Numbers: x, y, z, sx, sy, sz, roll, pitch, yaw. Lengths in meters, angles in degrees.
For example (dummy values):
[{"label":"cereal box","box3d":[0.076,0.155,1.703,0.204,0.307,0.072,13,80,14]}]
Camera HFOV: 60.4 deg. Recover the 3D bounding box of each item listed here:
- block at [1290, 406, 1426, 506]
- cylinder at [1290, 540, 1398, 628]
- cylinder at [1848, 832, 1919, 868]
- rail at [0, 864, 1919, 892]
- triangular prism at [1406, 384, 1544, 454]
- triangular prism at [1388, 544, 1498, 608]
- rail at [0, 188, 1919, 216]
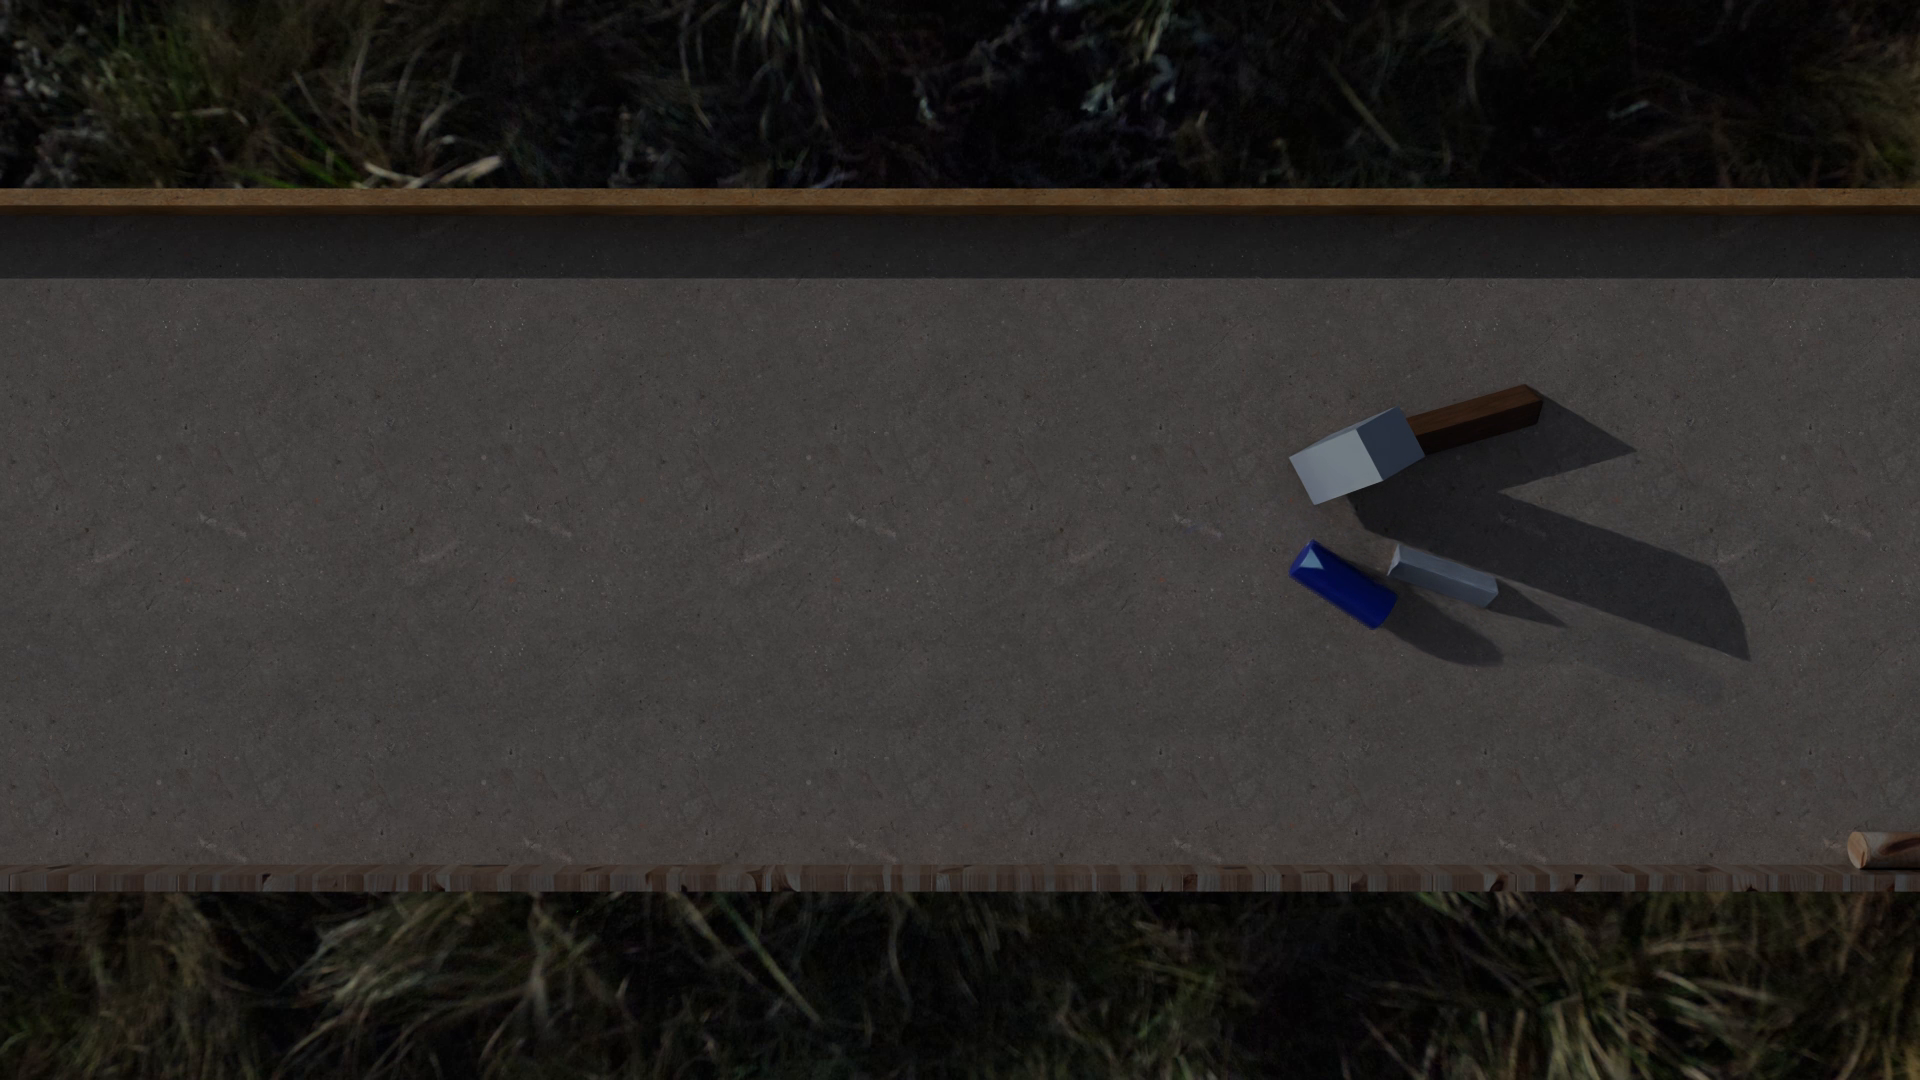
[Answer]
[{"label":"block","box3d":[1.167,-0.246,4.868,0.165,0.383,0.165,-28,90,-20]},{"label":"cylinder","box3d":[1.165,0.133,5.013,0.303,0.127,0.127,33,90,0]},{"label":"cylinder","box3d":[2.888,0.943,5.021,0.311,0.111,0.111,0,90,0]},{"label":"rail","box3d":[-2.247,1.025,5.001,12.000,0.150,0.050,0,90,0]},{"label":"triangular prism","box3d":[1.542,-0.357,5.019,0.444,0.108,0.125,-16,90,0]},{"label":"triangular prism","box3d":[1.480,0.111,5.031,0.314,0.086,0.100,19,90,0]},{"label":"rail","box3d":[-2.247,-1.025,5.002,12.000,0.150,0.050,0,90,0]}]
